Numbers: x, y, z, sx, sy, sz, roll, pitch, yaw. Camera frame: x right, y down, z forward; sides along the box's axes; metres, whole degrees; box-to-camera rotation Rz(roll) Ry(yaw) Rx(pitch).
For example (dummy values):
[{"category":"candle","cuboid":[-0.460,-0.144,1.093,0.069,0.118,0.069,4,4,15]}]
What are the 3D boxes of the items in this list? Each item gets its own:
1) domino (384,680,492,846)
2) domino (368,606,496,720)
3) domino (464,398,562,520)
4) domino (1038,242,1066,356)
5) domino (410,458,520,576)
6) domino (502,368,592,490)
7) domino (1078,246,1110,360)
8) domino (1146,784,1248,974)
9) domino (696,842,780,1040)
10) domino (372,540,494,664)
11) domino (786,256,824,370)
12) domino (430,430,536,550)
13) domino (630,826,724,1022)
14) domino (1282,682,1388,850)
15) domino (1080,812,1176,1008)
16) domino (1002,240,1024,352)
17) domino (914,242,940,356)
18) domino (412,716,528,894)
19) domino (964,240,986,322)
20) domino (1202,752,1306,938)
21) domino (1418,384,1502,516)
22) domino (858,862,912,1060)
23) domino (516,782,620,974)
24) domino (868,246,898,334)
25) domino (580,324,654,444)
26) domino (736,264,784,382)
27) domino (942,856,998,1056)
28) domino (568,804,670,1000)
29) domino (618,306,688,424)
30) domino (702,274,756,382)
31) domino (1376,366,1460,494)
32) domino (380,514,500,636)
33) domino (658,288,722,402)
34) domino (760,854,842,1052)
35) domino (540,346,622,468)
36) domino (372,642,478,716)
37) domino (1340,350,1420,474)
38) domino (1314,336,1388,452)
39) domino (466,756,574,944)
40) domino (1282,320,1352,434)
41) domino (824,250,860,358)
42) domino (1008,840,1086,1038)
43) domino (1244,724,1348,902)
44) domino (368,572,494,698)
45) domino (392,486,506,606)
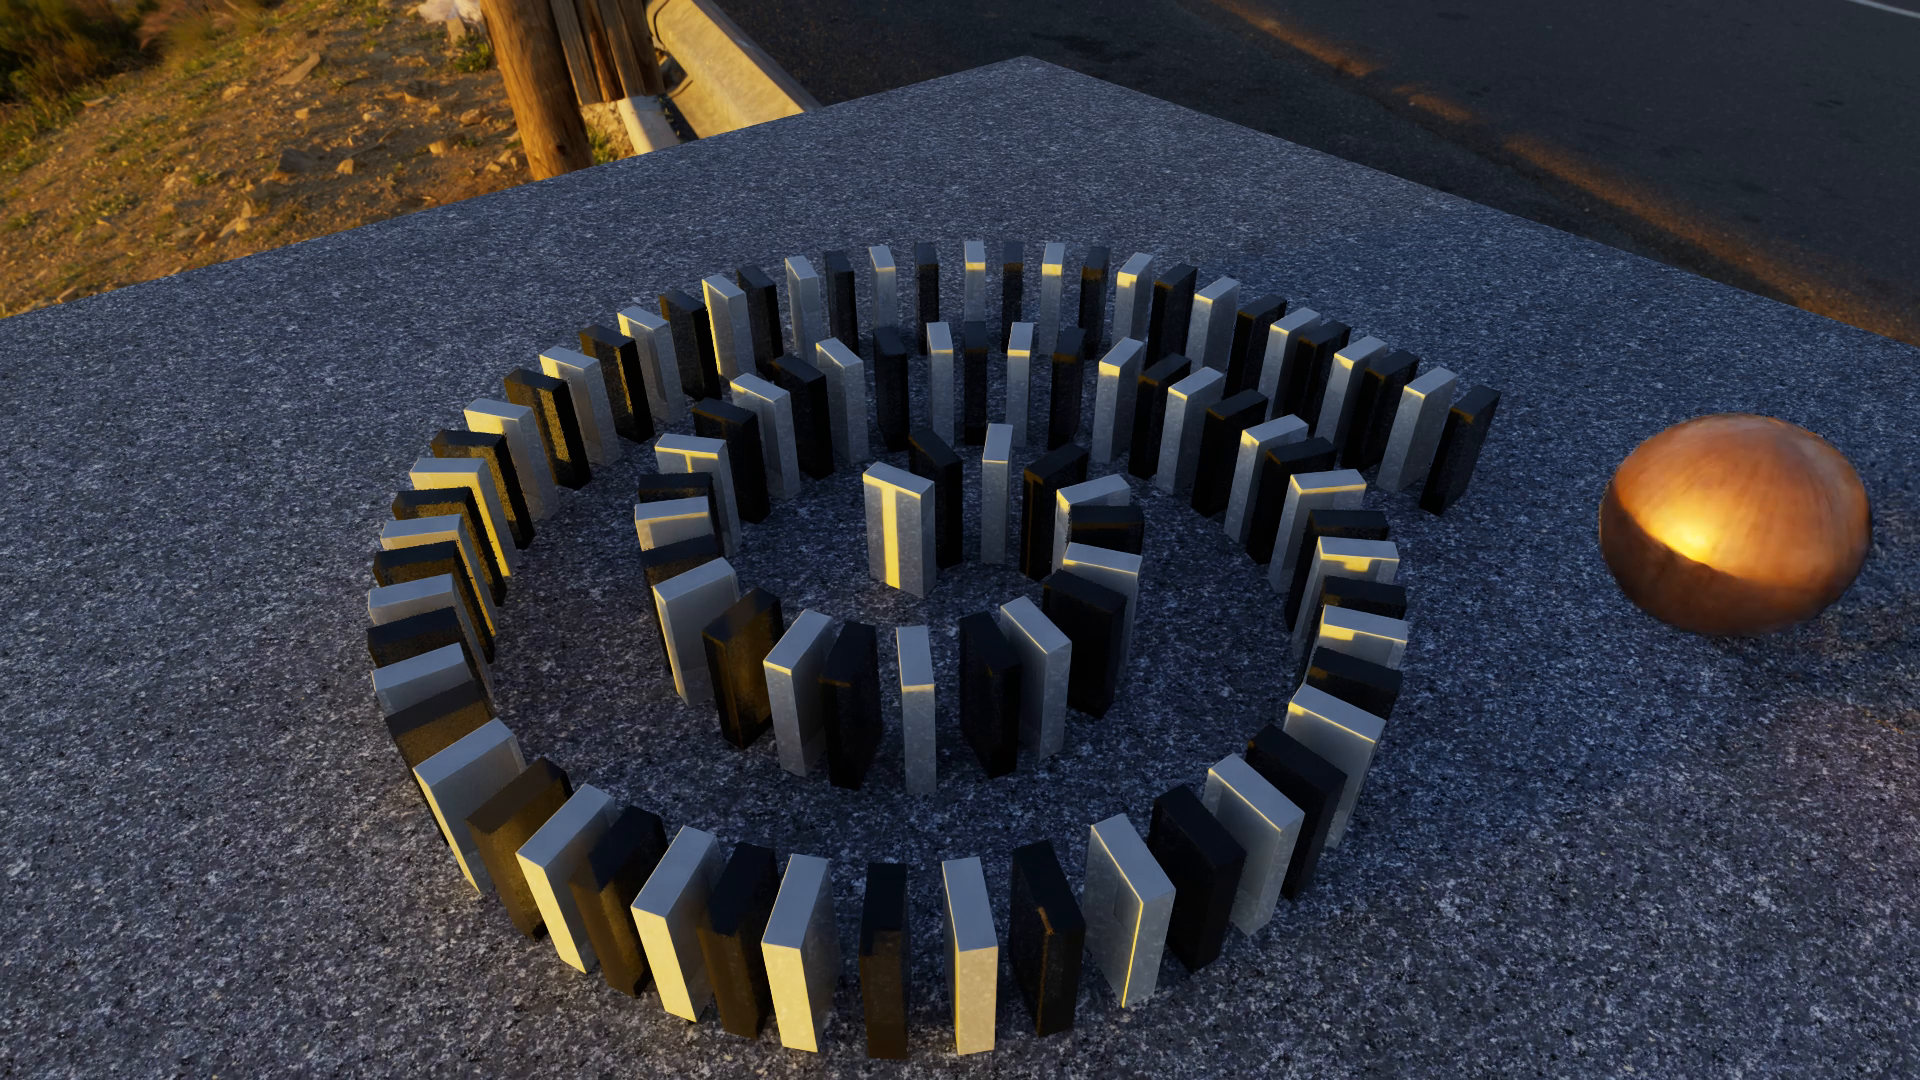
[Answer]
[{"category":"domino","cuboid":[-0.150,0.067,0.329,0.025,0.050,0.009,-25,46,-28]},{"category":"domino","cuboid":[-0.169,0.046,0.355,0.025,0.050,0.009,-16,42,-18]},{"category":"domino","cuboid":[-0.183,-0.033,0.451,0.025,0.050,0.009,11,41,13]},{"category":"domino","cuboid":[0.047,-0.123,0.561,0.010,0.050,0.025,5,40,6]},{"category":"domino","cuboid":[-0.189,-0.008,0.422,0.025,0.050,0.009,0,39,0]},{"category":"domino","cuboid":[-0.175,-0.047,0.468,0.025,0.050,0.009,16,42,18]},{"category":"domino","cuboid":[0.068,-0.120,0.558,0.010,0.050,0.025,10,40,12]},{"category":"domino","cuboid":[0.062,0.093,0.298,0.009,0.050,0.025,-20,43,-23]},{"category":"domino","cuboid":[-0.055,0.104,0.284,0.009,0.050,0.025,10,40,11]},{"category":"domino","cuboid":[-0.182,0.024,0.382,0.025,0.050,0.010,-10,40,-12]},{"category":"domino","cuboid":[-0.077,-0.113,0.550,0.009,0.050,0.025,-15,42,-17]},{"category":"domino","cuboid":[-0.188,-0.019,0.435,0.025,0.050,0.009,5,40,6]},{"category":"domino","cuboid":[-0.071,0.101,0.288,0.009,0.050,0.025,13,41,15]},{"category":"domino","cuboid":[0.107,0.068,0.328,0.025,0.050,0.009,25,45,27]},{"category":"domino","cuboid":[0.043,0.099,0.291,0.009,0.050,0.025,-16,42,-19]},{"category":"domino","cuboid":[0.027,-0.124,0.563,0.010,0.050,0.025,2,39,2]},{"category":"domino","cuboid":[-0.017,-0.123,0.561,0.010,0.050,0.025,-5,40,-6]},{"category":"domino","cuboid":[-0.136,0.077,0.317,0.009,0.050,0.025,30,48,32]},{"category":"domino","cuboid":[0.007,-0.124,0.563,0.009,0.050,0.025,-1,39,-1]},{"category":"domino","cuboid":[0.079,0.086,0.307,0.009,0.050,0.025,-25,45,-27]},{"category":"domino","cuboid":[0.207,-0.037,0.456,0.025,0.050,0.010,-32,49,-33]},{"category":"domino","cuboid":[-0.018,0.108,0.280,0.009,0.050,0.025,1,39,1]},{"category":"domino","cuboid":[-0.102,0.092,0.299,0.009,0.050,0.025,19,43,22]},{"category":"domino","cuboid":[-0.038,-0.121,0.559,0.010,0.050,0.025,-8,40,-9]},{"category":"domino","cuboid":[-0.155,-0.070,0.497,0.025,0.050,0.010,23,45,25]},{"category":"domino","cuboid":[-0.098,-0.107,0.542,0.010,0.050,0.025,-21,44,-24]},{"category":"domino","cuboid":[0.002,0.107,0.281,0.009,0.050,0.025,-6,40,-7]},{"category":"domino","cuboid":[-0.087,0.097,0.293,0.009,0.050,0.025,16,42,18]},{"category":"domino","cuboid":[-0.142,-0.081,0.510,0.025,0.050,0.009,27,46,29]},{"category":"domino","cuboid":[-0.111,-0.101,0.534,0.010,0.050,0.025,-27,46,-29]},{"category":"domino","cuboid":[0.194,-0.046,0.468,0.025,0.050,0.009,-27,47,-29]},{"category":"domino","cuboid":[-0.185,0.014,0.394,0.025,0.050,0.010,-7,40,-9]},{"category":"domino","cuboid":[-0.128,-0.091,0.523,0.025,0.050,0.010,32,49,33]},{"category":"domino","cuboid":[-0.040,0.106,0.282,0.009,0.050,0.025,6,40,8]},{"category":"domino","cuboid":[-0.166,-0.058,0.483,0.025,0.050,0.009,19,43,22]},{"category":"domino","cuboid":[-0.161,0.057,0.342,0.025,0.050,0.010,-20,43,-22]},{"category":"domino","cuboid":[0.183,-0.055,0.479,0.025,0.050,0.009,-27,46,-29]},{"category":"domino","cuboid":[0.173,-0.063,0.488,0.025,0.050,0.010,-27,47,-29]},{"category":"domino","cuboid":[-0.117,0.087,0.306,0.010,0.050,0.025,23,45,25]},{"category":"domino","cuboid":[0.161,-0.072,0.500,0.025,0.050,0.010,-28,47,-30]},{"category":"domino","cuboid":[-0.059,-0.117,0.554,0.010,0.050,0.025,-11,41,-13]},{"category":"domino","cuboid":[0.022,0.104,0.285,0.010,0.050,0.025,-11,41,-13]},{"category":"domino","cuboid":[0.092,0.079,0.316,0.010,0.050,0.025,-30,48,-31]},{"category":"domino","cuboid":[-0.176,0.035,0.368,0.025,0.050,0.009,-13,41,-15]},{"category":"domino","cuboid":[-0.188,0.004,0.407,0.025,0.050,0.009,-4,40,-5]}]
